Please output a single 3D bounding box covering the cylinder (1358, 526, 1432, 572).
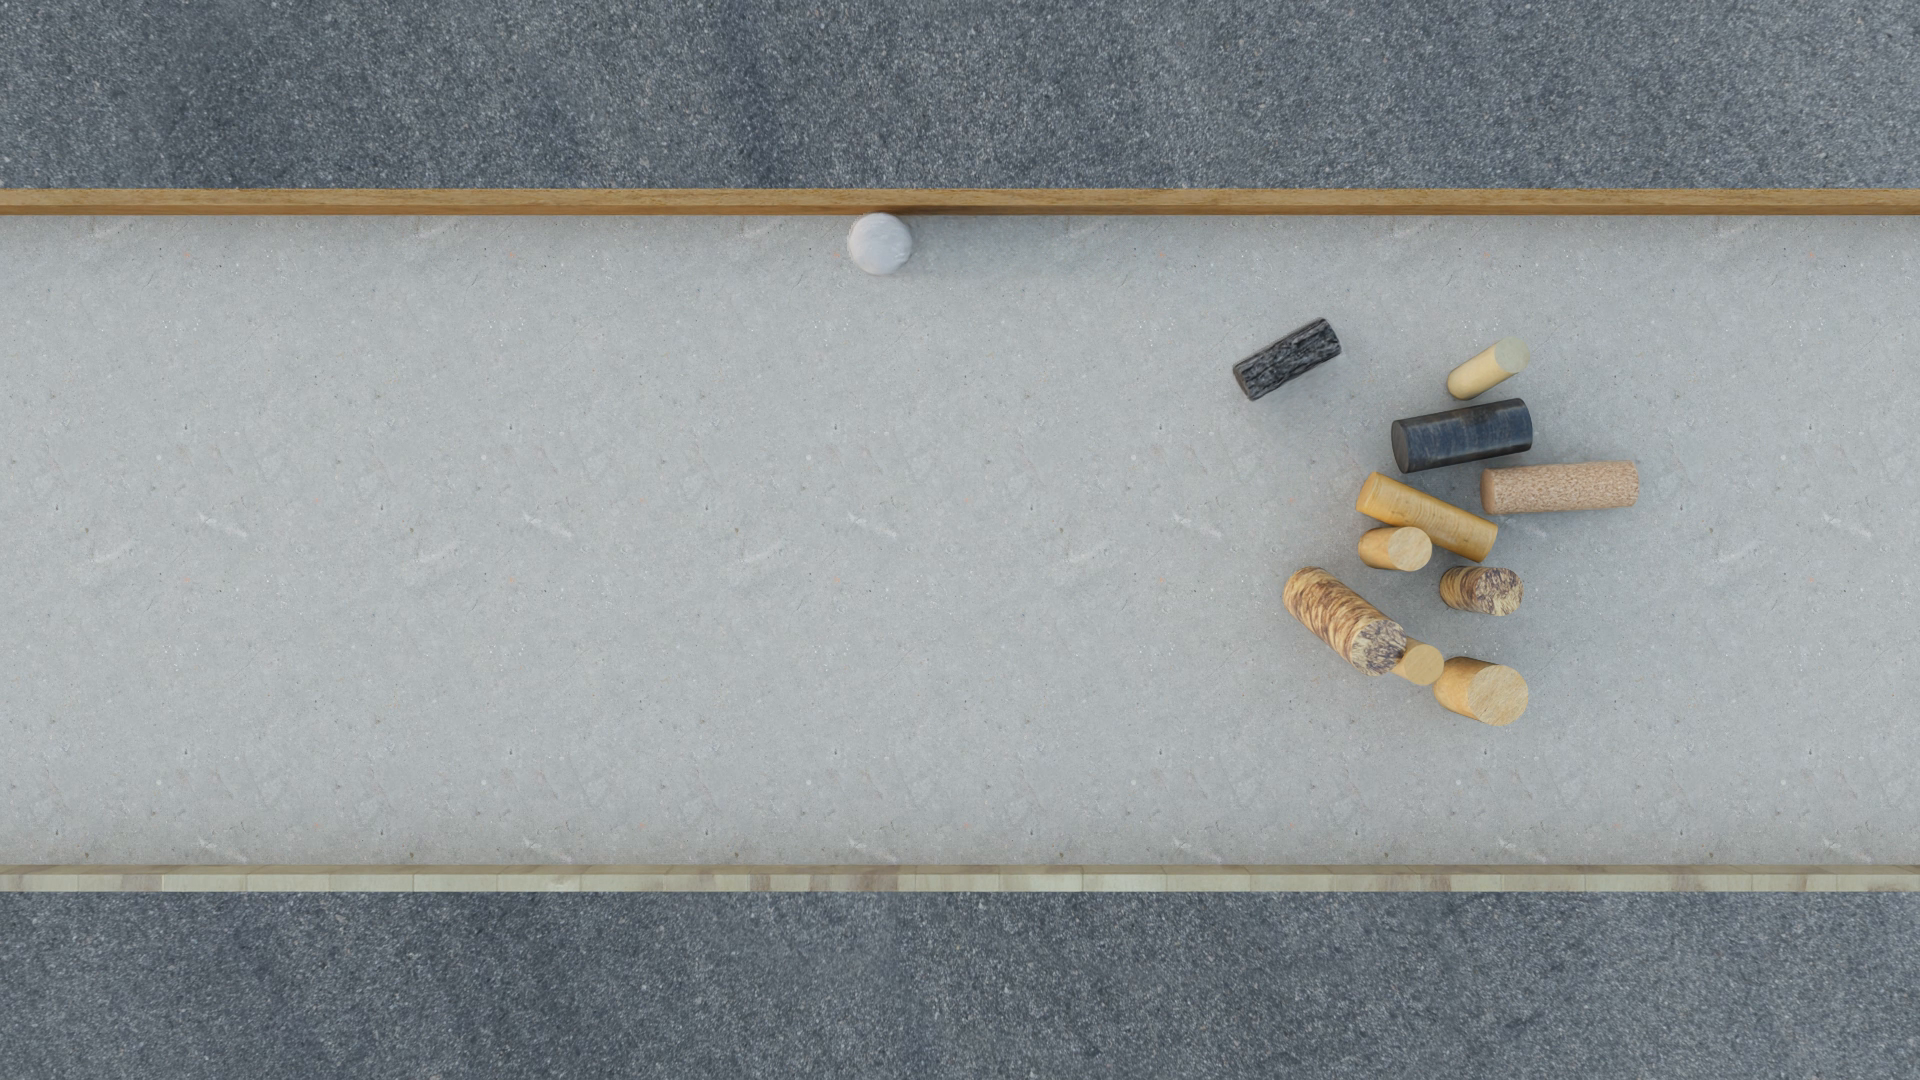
[{"bbox_3d":[1.289,0.026,4.901,0.128,0.352,0.128,0,90,0],"label":"cylinder"}]

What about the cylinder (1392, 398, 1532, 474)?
[{"bbox_3d":[1.517,-0.316,4.994,0.378,0.164,0.164,-11,90,0],"label":"cylinder"}]

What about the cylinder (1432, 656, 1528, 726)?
[{"bbox_3d":[1.542,0.446,4.902,0.175,0.350,0.175,0,90,0],"label":"cylinder"}]

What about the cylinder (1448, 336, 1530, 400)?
[{"bbox_3d":[1.566,-0.506,4.900,0.108,0.340,0.108,1,81,-6],"label":"cylinder"}]

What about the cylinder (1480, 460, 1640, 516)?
[{"bbox_3d":[1.816,-0.160,5.005,0.432,0.143,0.143,-4,90,0],"label":"cylinder"}]

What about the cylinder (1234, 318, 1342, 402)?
[{"bbox_3d":[0.994,-0.547,5.016,0.304,0.121,0.121,-29,90,0],"label":"cylinder"}]

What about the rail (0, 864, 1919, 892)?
[{"bbox_3d":[-2.247,1.025,5.001,12.000,0.150,0.050,0,90,0],"label":"rail"}]

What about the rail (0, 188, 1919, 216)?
[{"bbox_3d":[-2.247,-1.025,5.002,12.000,0.150,0.050,0,90,0],"label":"rail"}]

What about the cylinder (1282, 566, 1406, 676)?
[{"bbox_3d":[1.122,0.232,4.841,0.172,0.438,0.172,-5,111,-14],"label":"cylinder"}]

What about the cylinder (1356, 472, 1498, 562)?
[{"bbox_3d":[1.417,-0.070,5.011,0.401,0.131,0.131,24,90,0],"label":"cylinder"}]

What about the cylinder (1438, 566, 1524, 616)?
[{"bbox_3d":[1.543,0.148,4.895,0.138,0.362,0.138,0,90,0],"label":"cylinder"}]

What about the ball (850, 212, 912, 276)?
[{"bbox_3d":[-0.238,-0.895,4.981,0.190,0.190,0.190,0,90,0],"label":"ball"}]

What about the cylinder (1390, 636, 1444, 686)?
[{"bbox_3d":[1.291,0.334,4.865,0.116,0.412,0.116,-1,95,-6],"label":"cylinder"}]
